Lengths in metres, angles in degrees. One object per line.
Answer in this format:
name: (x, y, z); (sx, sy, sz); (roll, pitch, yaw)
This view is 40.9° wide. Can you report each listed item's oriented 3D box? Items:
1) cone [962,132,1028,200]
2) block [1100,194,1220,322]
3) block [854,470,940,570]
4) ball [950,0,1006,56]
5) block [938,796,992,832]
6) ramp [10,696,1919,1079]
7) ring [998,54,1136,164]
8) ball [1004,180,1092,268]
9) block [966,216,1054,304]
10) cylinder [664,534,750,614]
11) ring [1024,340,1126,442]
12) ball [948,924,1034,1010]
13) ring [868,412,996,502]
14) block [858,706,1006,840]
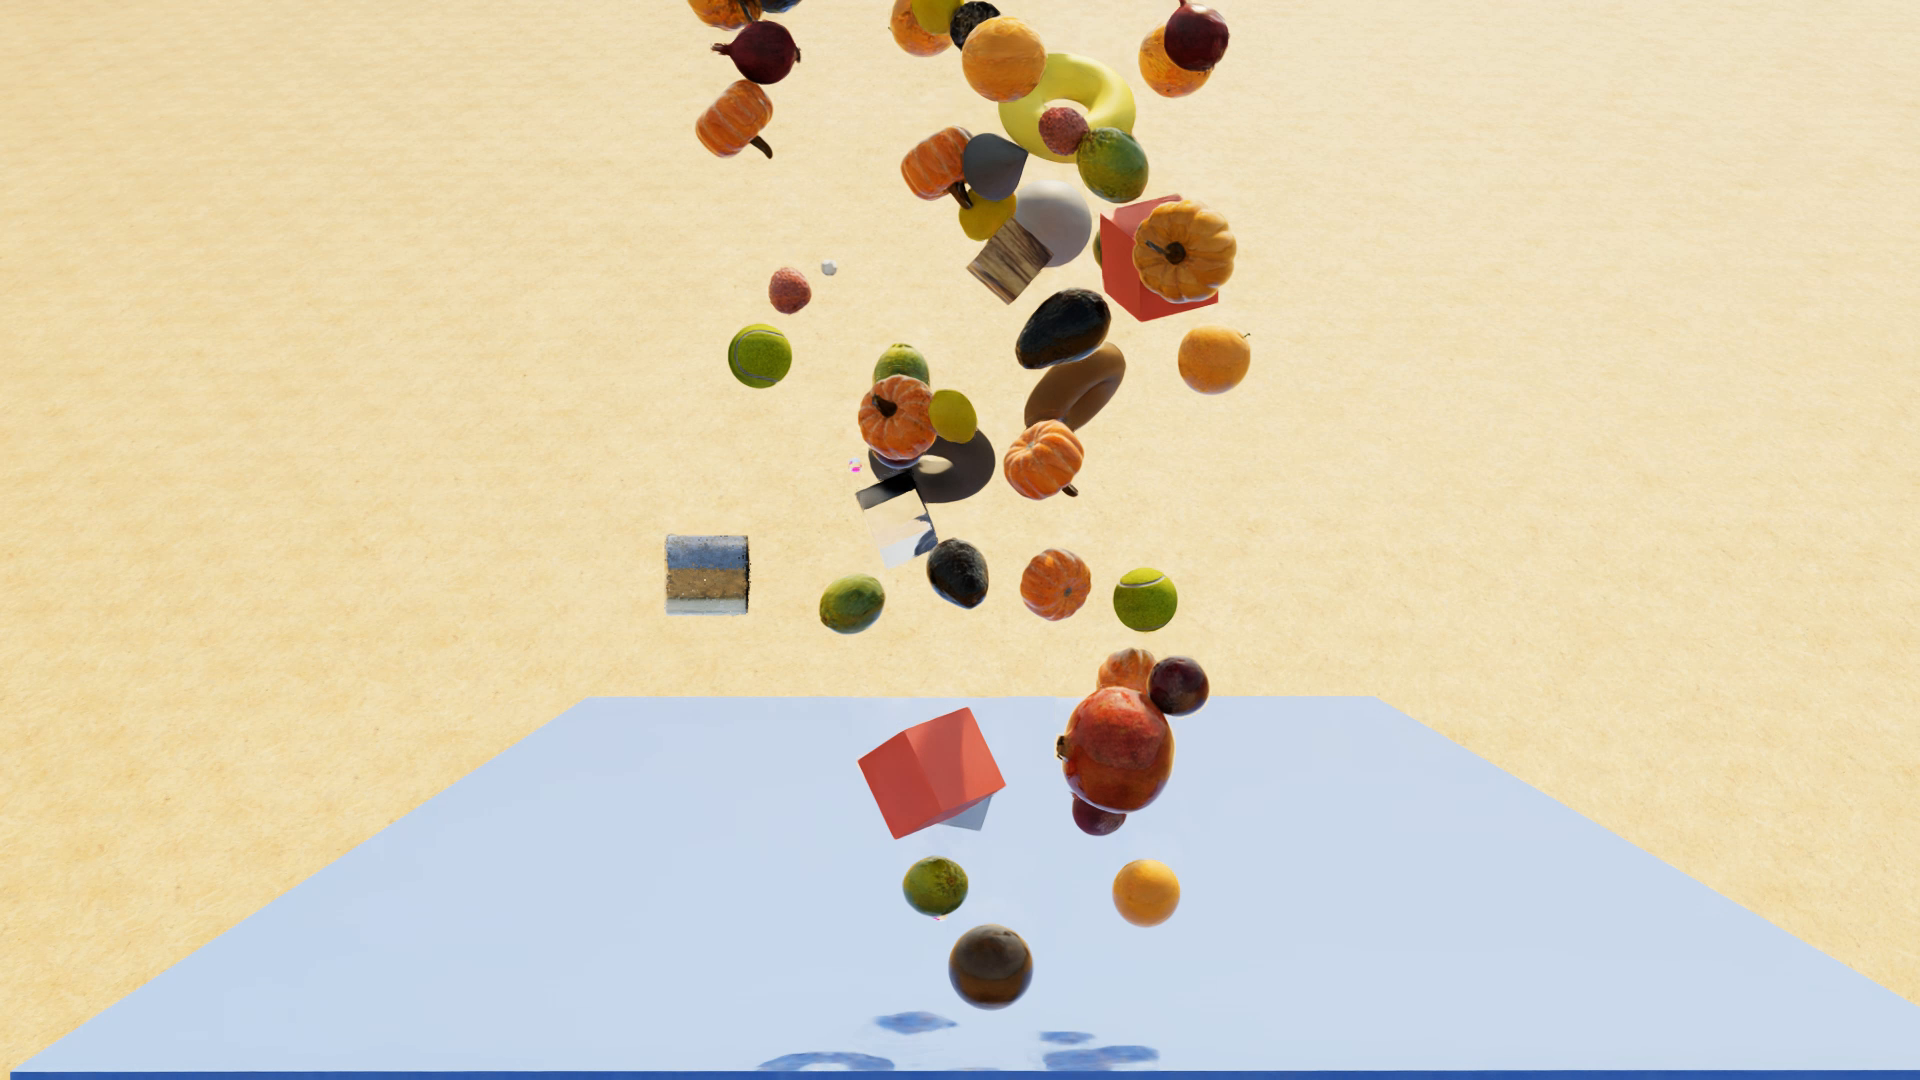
cone: (0.046, -0.347, 2.352); (0.064, 0.064, 0.064); (-16, 4, -32)
block: (0.183, -0.260, 2.369); (0.080, 0.080, 0.080); (-15, 32, -17)
block: (-0.064, -0.021, 2.649); (0.061, 0.061, 0.061); (-23, 53, -3)
ball: (0.017, -0.488, 2.457); (0.052, 0.052, 0.052); (0, 25, 0)
block: (-0.010, 0.277, 2.867); (0.066, 0.066, 0.066); (14, 9, -32)
ramp: (0.057, 0.512, 4.553); (2.000, 0.100, 4.000); (0, 2, 0)
ring: (0.098, -0.394, 2.351); (0.127, 0.042, 0.127); (3, 52, -4)
ball: (0.090, -0.322, 2.627); (0.090, 0.090, 0.090); (0, 25, 0)
block: (0.044, -0.246, 2.275); (0.051, 0.051, 0.051); (41, -7, -5)
cylinder: (-0.261, 0.036, 2.651); (0.083, 0.083, 0.083); (0, 24, -9)
ring: (0.121, -0.157, 2.723); (0.043, 0.130, 0.130); (47, 44, 17)
ball: (0.031, 0.425, 2.561); (0.086, 0.086, 0.086); (0, 25, 0)
ring: (-0.030, -0.089, 2.804); (0.139, 0.139, 0.046); (2, 57, 5)
block: (-0.027, 0.226, 2.493); (0.086, 0.086, 0.086); (-17, -13, -41)
